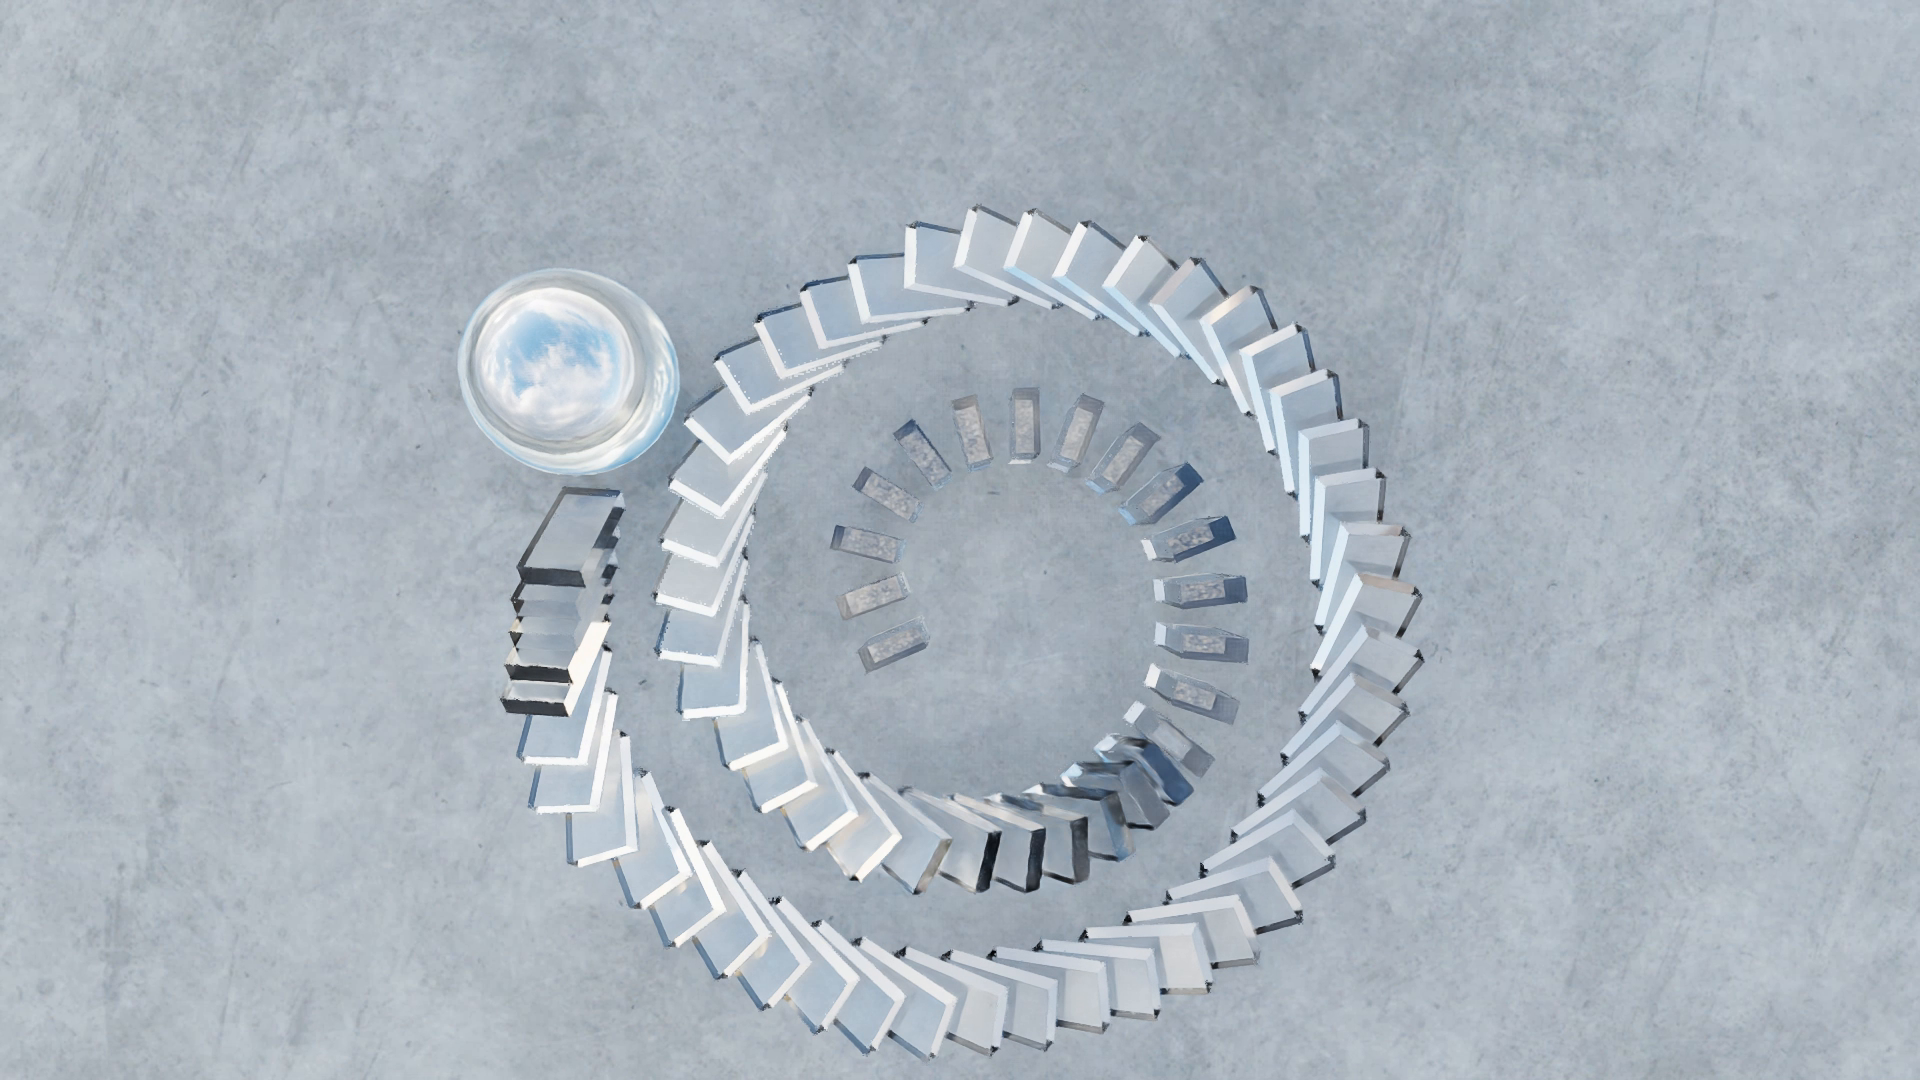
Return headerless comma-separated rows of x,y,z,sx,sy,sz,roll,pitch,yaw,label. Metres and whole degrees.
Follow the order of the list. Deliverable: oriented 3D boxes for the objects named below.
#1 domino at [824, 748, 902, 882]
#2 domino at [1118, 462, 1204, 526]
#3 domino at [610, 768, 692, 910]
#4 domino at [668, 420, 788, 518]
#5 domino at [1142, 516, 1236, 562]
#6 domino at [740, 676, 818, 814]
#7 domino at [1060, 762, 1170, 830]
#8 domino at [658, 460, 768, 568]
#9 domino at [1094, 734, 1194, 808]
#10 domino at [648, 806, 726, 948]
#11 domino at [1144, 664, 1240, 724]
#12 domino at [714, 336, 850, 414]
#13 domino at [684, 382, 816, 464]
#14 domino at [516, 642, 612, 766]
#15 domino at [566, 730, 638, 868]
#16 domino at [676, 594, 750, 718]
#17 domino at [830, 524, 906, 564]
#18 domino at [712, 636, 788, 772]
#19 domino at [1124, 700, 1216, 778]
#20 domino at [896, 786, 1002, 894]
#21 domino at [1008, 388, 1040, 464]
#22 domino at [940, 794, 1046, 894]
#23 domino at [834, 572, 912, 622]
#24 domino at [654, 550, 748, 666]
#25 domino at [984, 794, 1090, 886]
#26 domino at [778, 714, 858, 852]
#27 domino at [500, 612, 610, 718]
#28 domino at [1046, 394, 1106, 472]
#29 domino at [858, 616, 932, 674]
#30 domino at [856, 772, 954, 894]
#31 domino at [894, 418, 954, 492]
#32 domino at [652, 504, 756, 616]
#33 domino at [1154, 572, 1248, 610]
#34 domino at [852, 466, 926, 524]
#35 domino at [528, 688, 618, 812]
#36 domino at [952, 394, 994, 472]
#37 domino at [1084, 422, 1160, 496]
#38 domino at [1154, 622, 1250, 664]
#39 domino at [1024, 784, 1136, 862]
-0.049,0.114,0.382,0.025,0.010,0.050,-47,57,0,domino
0.081,-0.018,0.375,0.025,0.050,0.009,-41,90,0,domino
-0.134,0.125,0.384,0.025,0.010,0.050,-35,62,0,domino
-0.096,-0.036,0.384,0.025,0.010,0.050,31,61,0,domino
0.092,0.000,0.375,0.025,0.050,0.010,-22,90,0,domino
-0.080,0.085,0.383,0.025,0.009,0.050,-28,59,0,domino
0.063,0.104,0.375,0.009,0.050,0.025,-34,90,-24,domino
-0.102,-0.015,0.384,0.025,0.009,0.050,21,61,0,domino
0.074,0.093,0.375,0.009,0.050,0.025,-40,90,-14,domino
-0.121,0.140,0.384,0.025,0.010,0.050,-38,62,0,domino
0.094,0.062,0.375,0.025,0.050,0.010,18,90,0,domino
-0.074,-0.075,0.384,0.050,0.009,0.025,-32,90,-29,domino
-0.087,-0.057,0.383,0.025,0.010,0.050,44,60,0,domino
-0.165,0.068,0.383,0.025,0.010,0.050,2,60,0,domino
-0.151,0.107,0.384,0.025,0.010,0.050,-16,60,0,domino
-0.103,0.048,0.383,0.025,0.009,0.050,-5,60,0,domino
-0.037,0.002,0.375,0.025,0.050,0.010,14,90,0,domino
-0.091,0.068,0.383,0.025,0.009,0.050,-22,60,0,domino
0.084,0.081,0.375,0.025,0.050,0.009,39,87,0,domino
-0.008,0.124,0.381,0.050,0.010,0.025,13,90,38,domino
0.026,-0.046,0.375,0.009,0.050,0.025,-2,90,0,domino
0.012,0.125,0.380,0.050,0.010,0.025,6,90,43,domino
-0.035,0.022,0.375,0.025,0.050,0.010,-20,90,0,domino
-0.107,0.026,0.384,0.025,0.010,0.050,8,61,0,domino
0.031,0.122,0.378,0.009,0.050,0.025,-3,90,-41,domino
-0.066,0.101,0.383,0.025,0.010,0.050,-37,58,0,domino
-0.166,0.049,0.379,0.025,0.050,0.009,4,133,0,domino
0.047,-0.043,0.375,0.010,0.050,0.025,21,90,0,domino
-0.026,0.042,0.375,0.025,0.050,0.010,-23,90,0,domino
-0.029,0.121,0.382,0.050,0.009,0.025,28,90,35,domino
-0.014,-0.034,0.375,0.010,0.050,0.025,-37,90,0,domino
-0.107,0.005,0.384,0.025,0.009,0.050,15,61,0,domino
0.097,0.020,0.375,0.025,0.050,0.010,-7,90,0,domino
-0.028,-0.018,0.375,0.025,0.050,0.009,32,90,0,domino
-0.161,0.087,0.383,0.025,0.009,0.050,-2,60,0,domino
0.005,-0.043,0.375,0.009,0.050,0.025,-16,90,0,domino
0.065,-0.032,0.375,0.009,0.050,0.025,36,90,0,domino
0.098,0.042,0.375,0.025,0.050,0.009,4,90,0,domino
0.048,0.115,0.377,0.009,0.050,0.025,-18,90,-34,domino
